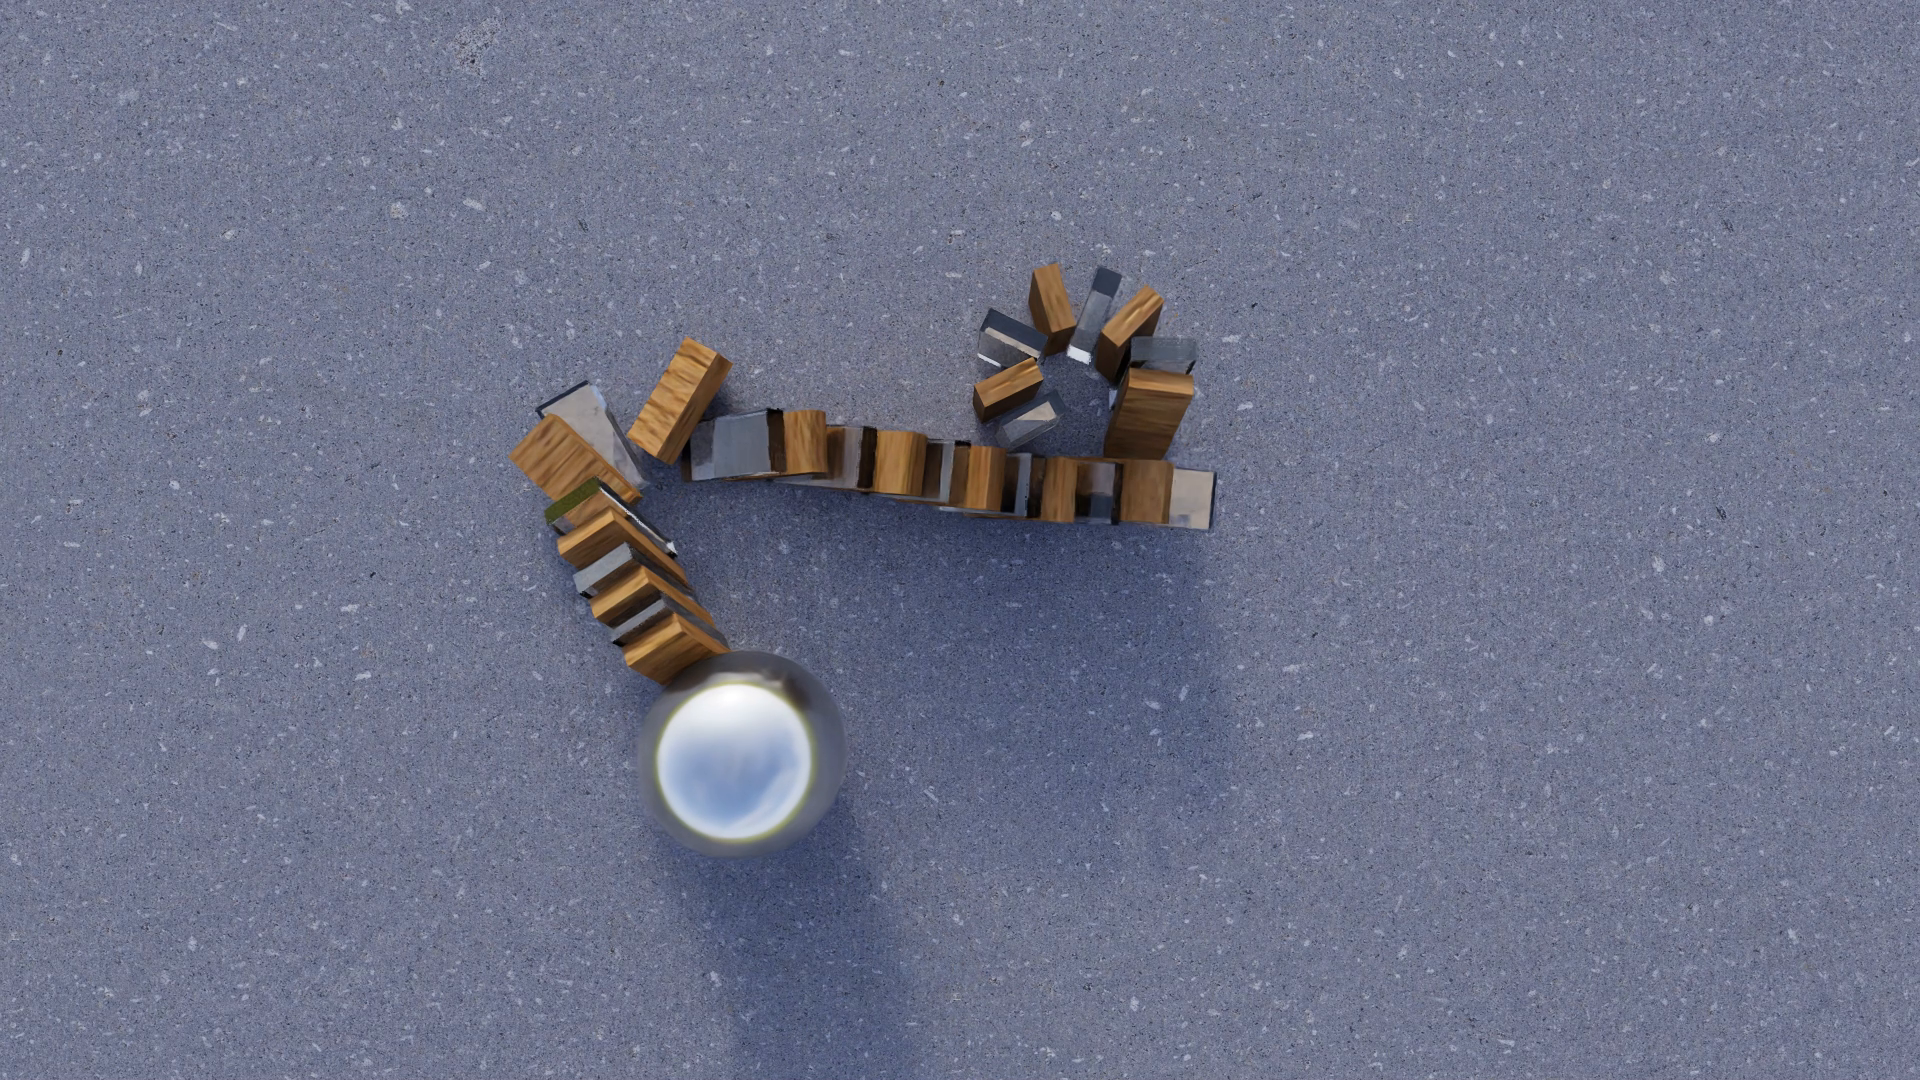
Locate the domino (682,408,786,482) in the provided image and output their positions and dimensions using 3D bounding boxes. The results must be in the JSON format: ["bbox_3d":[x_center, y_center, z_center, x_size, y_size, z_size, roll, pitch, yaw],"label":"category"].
[{"bbox_3d":[-0.095,-0.039,0.382,0.050,0.010,0.025,-4,89,32],"label":"domino"}]

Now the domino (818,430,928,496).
[{"bbox_3d":[-0.037,-0.032,0.381,0.050,0.009,0.025,6,90,38],"label":"domino"}]

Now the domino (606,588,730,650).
[{"bbox_3d":[-0.119,0.040,0.376,0.025,0.050,0.010,-33,57,0],"label":"domino"}]

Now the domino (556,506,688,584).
[{"bbox_3d":[-0.138,0.009,0.378,0.025,0.050,0.010,-33,50,0],"label":"domino"}]

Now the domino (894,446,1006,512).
[{"bbox_3d":[-0.005,-0.026,0.380,0.050,0.010,0.025,7,92,40],"label":"domino"}]

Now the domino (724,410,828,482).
[{"bbox_3d":[-0.078,-0.039,0.383,0.050,0.009,0.025,-3,90,32],"label":"domino"}]

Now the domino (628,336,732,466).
[{"bbox_3d":[-0.119,-0.059,0.389,0.025,0.010,0.050,31,90,37],"label":"domino"}]

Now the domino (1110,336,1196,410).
[{"bbox_3d":[0.078,-0.067,0.375,0.025,0.050,0.009,1,75,0],"label":"domino"}]

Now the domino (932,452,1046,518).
[{"bbox_3d":[0.011,-0.023,0.379,0.050,0.010,0.025,5,91,40],"label":"domino"}]

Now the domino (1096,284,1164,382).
[{"bbox_3d":[0.069,-0.083,0.375,0.010,0.050,0.025,45,90,8],"label":"domino"}]

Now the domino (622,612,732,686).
[{"bbox_3d":[-0.112,0.050,0.376,0.025,0.050,0.009,-33,57,0],"label":"domino"}]

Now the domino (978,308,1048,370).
[{"bbox_3d":[0.021,-0.079,0.375,0.025,0.050,0.009,26,90,0],"label":"domino"}]

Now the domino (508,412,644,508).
[{"bbox_3d":[-0.162,-0.027,0.386,0.050,0.009,0.025,44,90,0],"label":"domino"}]

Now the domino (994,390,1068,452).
[{"bbox_3d":[0.028,-0.048,0.375,0.025,0.050,0.009,-29,90,0],"label":"domino"}]

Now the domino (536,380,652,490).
[{"bbox_3d":[-0.158,-0.040,0.395,0.025,0.009,0.050,-29,90,0],"label":"domino"}]

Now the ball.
[{"bbox_3d":[-0.085,0.083,0.360,0.080,0.080,0.080,0,90,0],"label":"ball"}]

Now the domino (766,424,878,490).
[{"bbox_3d":[-0.058,-0.035,0.383,0.050,0.010,0.025,6,90,32],"label":"domino"}]

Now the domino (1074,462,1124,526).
[{"bbox_3d":[0.042,-0.020,0.383,0.050,0.010,0.025,4,90,30],"label":"domino"}]

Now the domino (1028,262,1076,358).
[{"bbox_3d":[0.037,-0.093,0.375,0.009,0.050,0.025,-17,90,2],"label":"domino"}]

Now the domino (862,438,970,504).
[{"bbox_3d":[-0.019,-0.029,0.380,0.050,0.009,0.025,7,92,40],"label":"domino"}]

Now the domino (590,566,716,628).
[{"bbox_3d":[-0.125,0.031,0.376,0.025,0.050,0.009,-34,57,0],"label":"domino"}]

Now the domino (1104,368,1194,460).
[{"bbox_3d":[0.076,-0.050,0.376,0.025,0.050,0.009,7,62,0],"label":"domino"}]

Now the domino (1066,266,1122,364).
[{"bbox_3d":[0.054,-0.091,0.375,0.009,0.050,0.025,22,90,3],"label":"domino"}]

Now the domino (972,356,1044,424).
[{"bbox_3d":[0.019,-0.060,0.375,0.025,0.050,0.009,-26,90,0],"label":"domino"}]

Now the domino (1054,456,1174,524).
[{"bbox_3d":[0.062,-0.021,0.383,0.050,0.010,0.025,6,90,30],"label":"domino"}]

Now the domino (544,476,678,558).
[{"bbox_3d":[-0.143,-0.002,0.378,0.025,0.050,0.009,-34,50,0],"label":"domino"}]

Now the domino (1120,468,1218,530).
[{"bbox_3d":[0.084,-0.019,0.395,0.050,0.009,0.025,6,90,0],"label":"domino"}]

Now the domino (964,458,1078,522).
[{"bbox_3d":[0.024,-0.021,0.380,0.050,0.009,0.025,4,90,40],"label":"domino"}]

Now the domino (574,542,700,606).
[{"bbox_3d":[-0.131,0.022,0.376,0.025,0.050,0.010,-33,57,0],"label":"domino"}]
